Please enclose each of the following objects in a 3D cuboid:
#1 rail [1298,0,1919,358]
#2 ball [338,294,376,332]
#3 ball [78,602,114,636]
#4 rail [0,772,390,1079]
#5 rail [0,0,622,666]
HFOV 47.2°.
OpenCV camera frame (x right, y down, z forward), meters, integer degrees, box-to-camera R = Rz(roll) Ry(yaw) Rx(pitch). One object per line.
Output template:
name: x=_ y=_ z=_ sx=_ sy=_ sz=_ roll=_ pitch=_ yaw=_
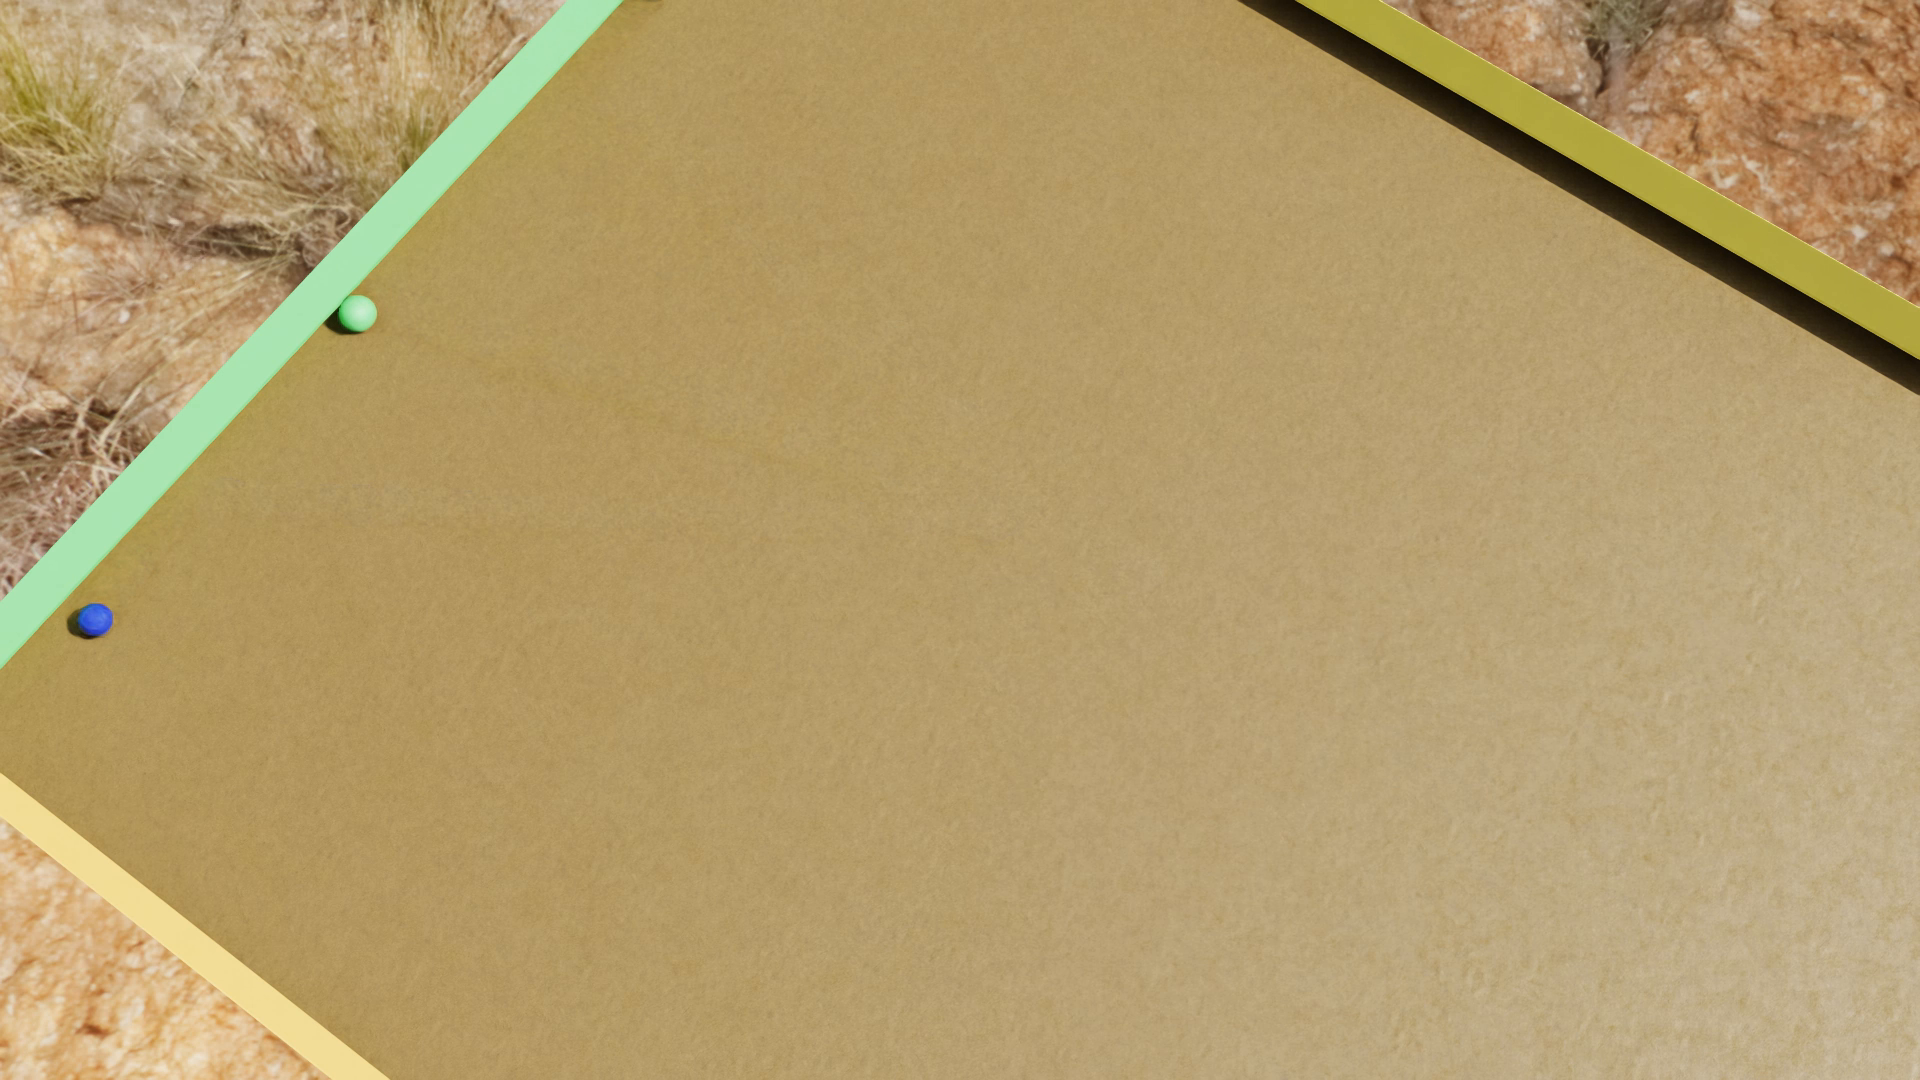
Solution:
rail: x=1.599 y=-0.300 z=3.591 sx=4.465 sy=0.111 sz=0.045 roll=34 pitch=72 yaw=13
ball: x=-1.000 y=-0.376 z=3.650 sx=0.062 sy=0.062 sz=0.062 roll=0 pitch=68 yaw=0
ball: x=-1.356 y=0.125 z=3.450 sx=0.052 sy=0.052 sz=0.052 roll=0 pitch=68 yaw=0
rail: x=0.213 y=1.486 z=2.864 sx=4.465 sy=0.111 sz=0.045 roll=34 pitch=72 yaw=13
rail: x=-0.887 y=-0.601 z=3.714 sx=0.045 sy=0.111 sz=2.422 roll=34 pitch=72 yaw=13
